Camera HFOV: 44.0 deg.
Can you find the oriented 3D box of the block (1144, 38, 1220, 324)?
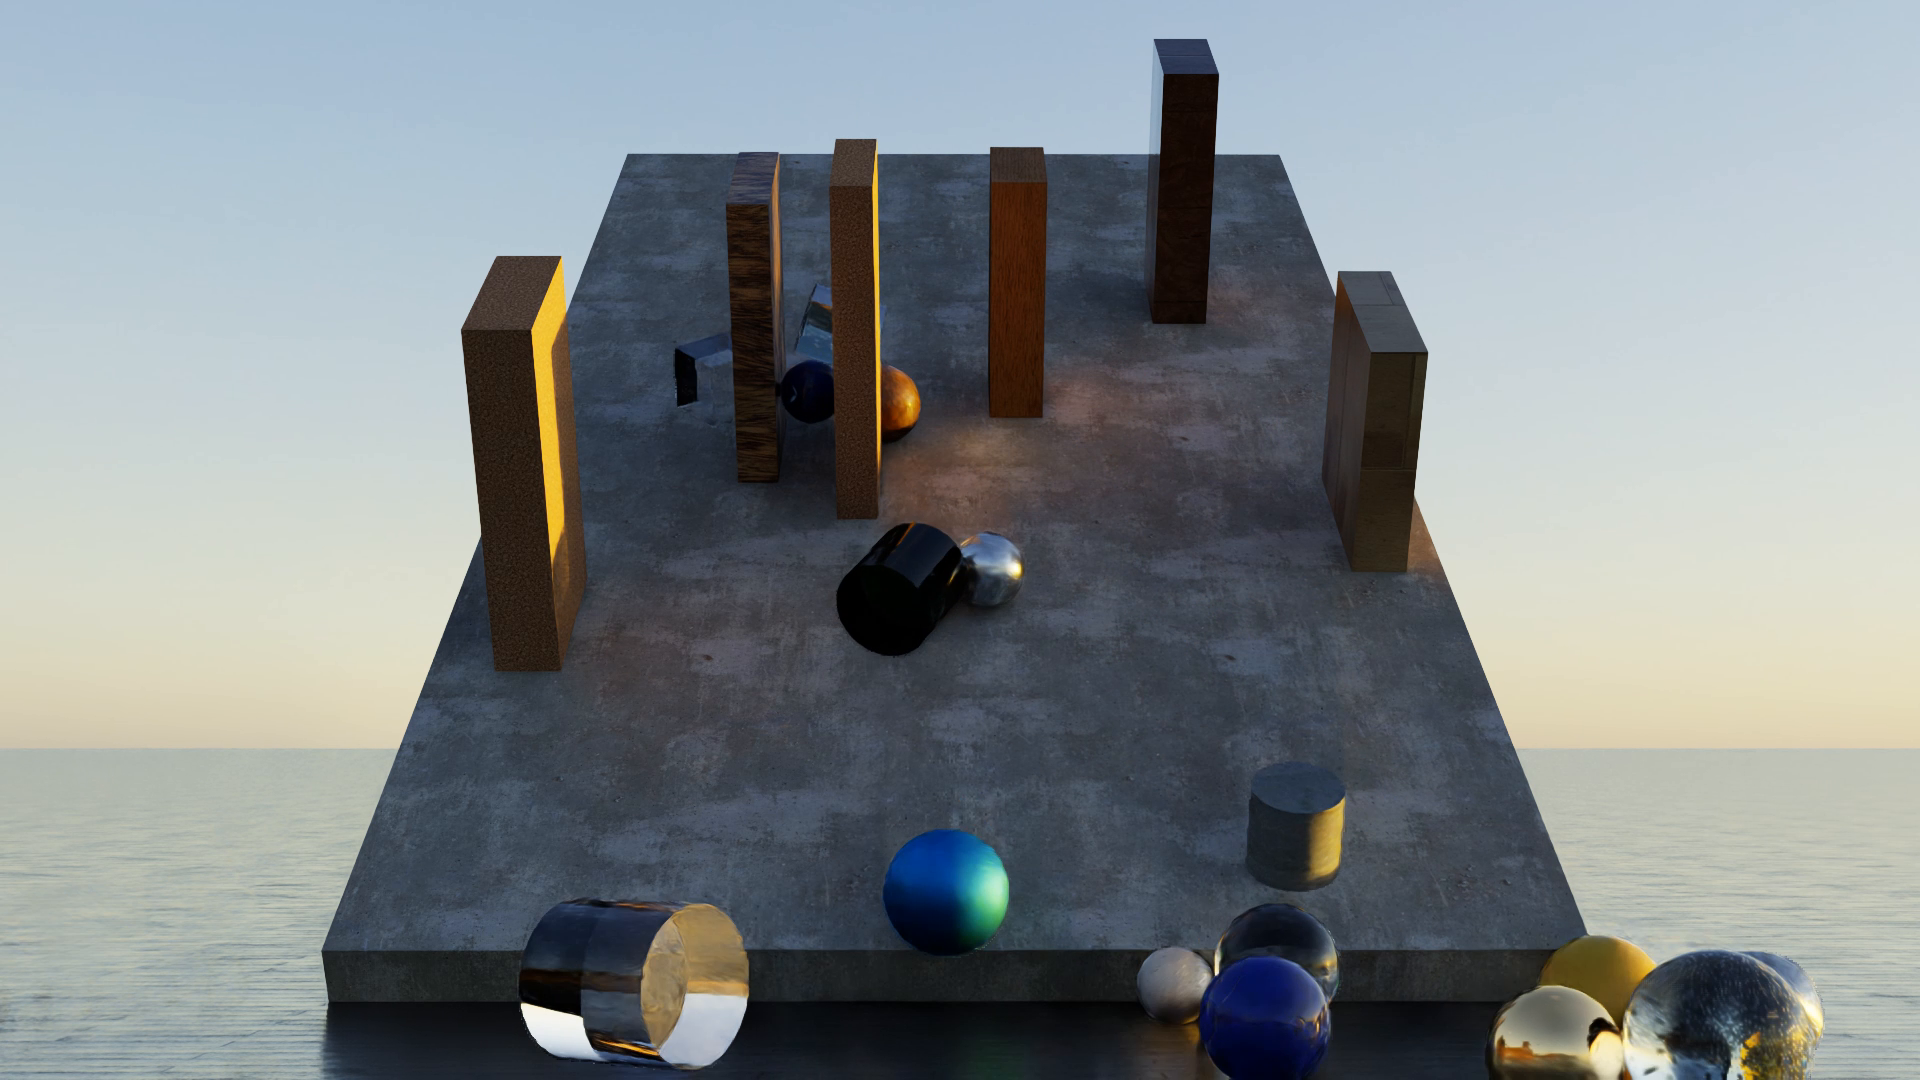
[{"bbox_3d":[0.560,-0.914,6.051,0.135,0.651,0.315,0,27,0],"label":"block"}]

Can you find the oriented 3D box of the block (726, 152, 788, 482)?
[{"bbox_3d":[-0.444,-0.492,5.235,0.088,0.641,0.353,0,27,0],"label":"block"}]

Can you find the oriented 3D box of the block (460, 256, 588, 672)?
[{"bbox_3d":[-0.818,-0.146,4.501,0.124,0.695,0.372,0,27,0],"label":"block"}]

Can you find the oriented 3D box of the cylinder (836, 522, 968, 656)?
[{"bbox_3d":[-0.111,0.094,4.589,0.193,0.193,0.193,-2,24,26],"label":"cylinder"}]

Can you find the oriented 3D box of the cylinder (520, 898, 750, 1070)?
[{"bbox_3d":[-0.415,0.565,3.037,0.207,0.207,0.207,-4,-6,34],"label":"cylinder"}]

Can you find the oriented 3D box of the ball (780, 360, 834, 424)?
[{"bbox_3d":[-0.330,-0.330,5.290,0.140,0.140,0.140,0,-5,0],"label":"ball"}]

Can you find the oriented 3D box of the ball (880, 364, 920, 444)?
[{"bbox_3d":[-0.179,-0.307,5.380,0.181,0.181,0.181,0,-5,0],"label":"ball"}]

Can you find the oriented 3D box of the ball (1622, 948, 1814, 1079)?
[{"bbox_3d":[0.798,0.528,2.504,0.193,0.193,0.193,0,-5,0],"label":"ball"}]

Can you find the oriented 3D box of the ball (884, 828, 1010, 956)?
[{"bbox_3d":[-0.021,0.549,3.701,0.197,0.197,0.197,0,-5,0],"label":"ball"}]

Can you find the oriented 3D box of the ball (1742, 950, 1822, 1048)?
[{"bbox_3d":[0.982,0.585,2.928,0.153,0.153,0.153,0,-5,0],"label":"ball"}]

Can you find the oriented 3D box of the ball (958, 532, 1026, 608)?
[{"bbox_3d":[0.055,0.059,4.705,0.149,0.149,0.149,0,-5,0],"label":"ball"}]

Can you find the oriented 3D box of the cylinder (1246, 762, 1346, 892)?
[{"bbox_3d":[0.551,0.471,3.903,0.153,0.153,0.153,0,27,0],"label":"cylinder"}]

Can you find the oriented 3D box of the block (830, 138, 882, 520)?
[{"bbox_3d":[-0.219,-0.445,5.035,0.087,0.743,0.308,0,27,0],"label":"block"}]

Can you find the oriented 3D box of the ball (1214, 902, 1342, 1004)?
[{"bbox_3d":[0.454,0.611,3.399,0.181,0.181,0.181,0,-5,0],"label":"ball"}]

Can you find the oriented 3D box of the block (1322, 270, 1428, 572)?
[{"bbox_3d":[0.858,-0.252,4.947,0.112,0.486,0.445,0,27,0],"label":"block"}]

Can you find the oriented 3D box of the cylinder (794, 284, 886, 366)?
[{"bbox_3d":[-0.267,-0.469,5.288,0.163,0.163,0.163,17,-8,-9],"label":"cylinder"}]

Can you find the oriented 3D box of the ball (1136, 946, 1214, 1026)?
[{"bbox_3d":[0.314,0.650,3.464,0.113,0.113,0.113,0,-5,0],"label":"ball"}]

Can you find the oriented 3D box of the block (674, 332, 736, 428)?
[{"bbox_3d":[-0.558,-0.375,5.542,0.152,0.152,0.152,-20,34,-34],"label":"block"}]

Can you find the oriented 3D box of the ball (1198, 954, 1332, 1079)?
[{"bbox_3d":[0.364,0.574,2.833,0.157,0.157,0.157,0,-5,0],"label":"ball"}]

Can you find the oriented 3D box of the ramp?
[{"bbox_3d":[-0.011,-0.226,5.531,2.000,0.100,4.000,0,27,0],"label":"ramp"}]

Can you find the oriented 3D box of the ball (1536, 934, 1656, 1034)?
[{"bbox_3d":[0.823,0.589,3.047,0.164,0.164,0.164,0,-5,0],"label":"ball"}]

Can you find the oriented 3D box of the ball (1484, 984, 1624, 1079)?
[{"bbox_3d":[0.644,0.557,2.571,0.148,0.148,0.148,0,-5,0],"label":"ball"}]

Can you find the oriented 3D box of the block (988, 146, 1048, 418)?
[{"bbox_3d":[0.131,-0.598,5.521,0.124,0.573,0.254,0,27,0],"label":"block"}]
